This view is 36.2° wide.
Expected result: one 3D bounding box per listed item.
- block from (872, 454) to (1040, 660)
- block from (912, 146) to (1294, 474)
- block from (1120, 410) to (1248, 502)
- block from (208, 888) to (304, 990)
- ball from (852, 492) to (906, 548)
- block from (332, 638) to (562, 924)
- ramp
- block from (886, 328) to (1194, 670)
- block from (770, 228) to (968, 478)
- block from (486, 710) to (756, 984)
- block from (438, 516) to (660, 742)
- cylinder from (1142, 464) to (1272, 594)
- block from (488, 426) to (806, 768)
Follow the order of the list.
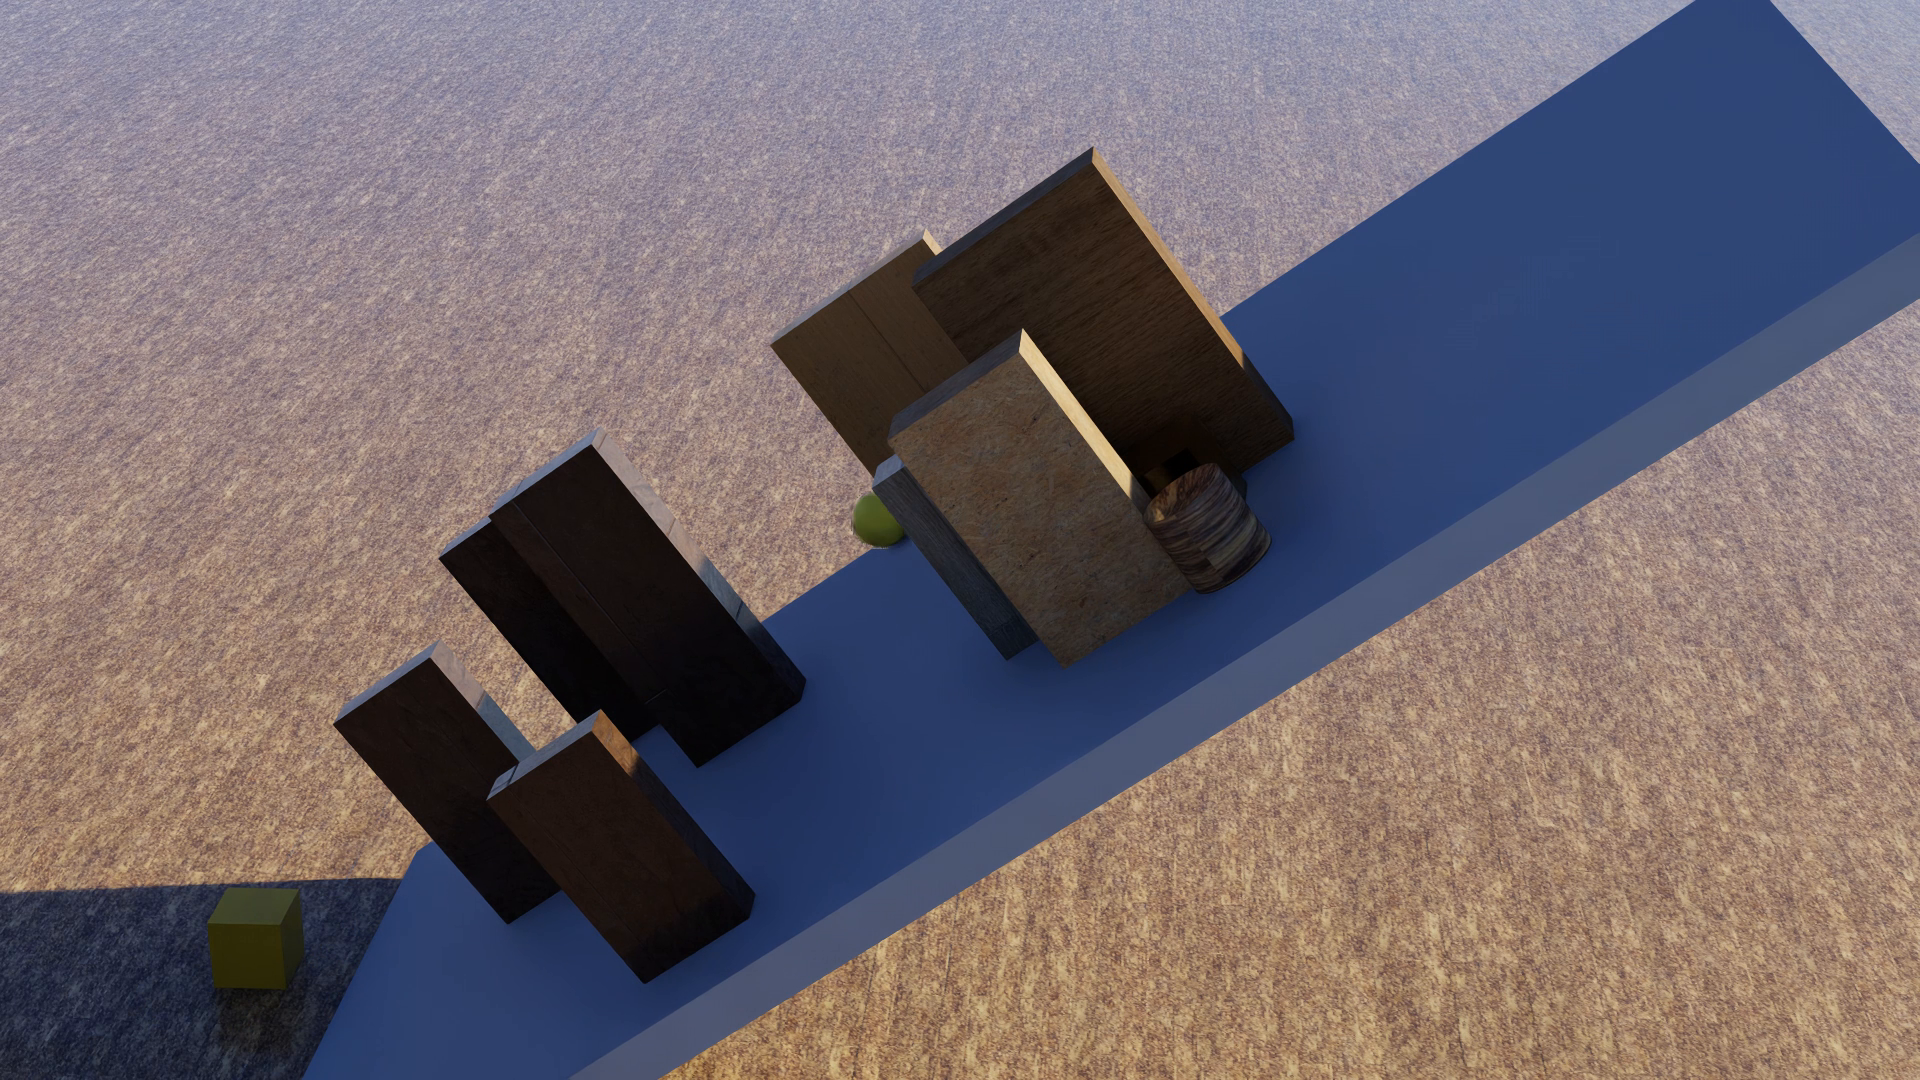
[{"bbox_3d":[0.121,-0.057,5.952,0.394,0.460,0.129,-33,16,16],"label":"block"},{"bbox_3d":[0.296,-0.381,6.019,0.447,0.711,0.127,-33,16,16],"label":"block"},{"bbox_3d":[0.436,-0.099,5.876,0.192,0.192,0.192,-32,16,20],"label":"block"},{"bbox_3d":[-1.753,0.992,7.330,0.181,0.181,0.181,1,22,3],"label":"block"},{"bbox_3d":[-0.194,-0.052,7.245,0.141,0.141,0.141,0,22,0],"label":"ball"},{"bbox_3d":[-1.096,0.549,6.641,0.288,0.616,0.103,-33,16,16],"label":"block"},{"bbox_3d":[0.132,0.177,6.315,4.000,0.100,2.000,-33,16,16],"label":"ramp"},{"bbox_3d":[0.162,-0.076,5.693,0.311,0.579,0.143,-33,16,16],"label":"block"},{"bbox_3d":[-0.072,-0.343,6.875,0.444,0.635,0.084,-33,16,16],"label":"block"},{"bbox_3d":[-0.659,0.602,5.746,0.264,0.492,0.098,-33,16,16],"label":"block"},{"bbox_3d":[-0.963,0.206,7.249,0.271,0.657,0.092,-33,16,16],"label":"block"},{"bbox_3d":[0.471,-0.022,5.604,0.177,0.177,0.177,-35,16,11],"label":"cylinder"},{"bbox_3d":[-0.705,0.135,6.681,0.300,0.761,0.119,-33,16,16],"label":"block"}]
